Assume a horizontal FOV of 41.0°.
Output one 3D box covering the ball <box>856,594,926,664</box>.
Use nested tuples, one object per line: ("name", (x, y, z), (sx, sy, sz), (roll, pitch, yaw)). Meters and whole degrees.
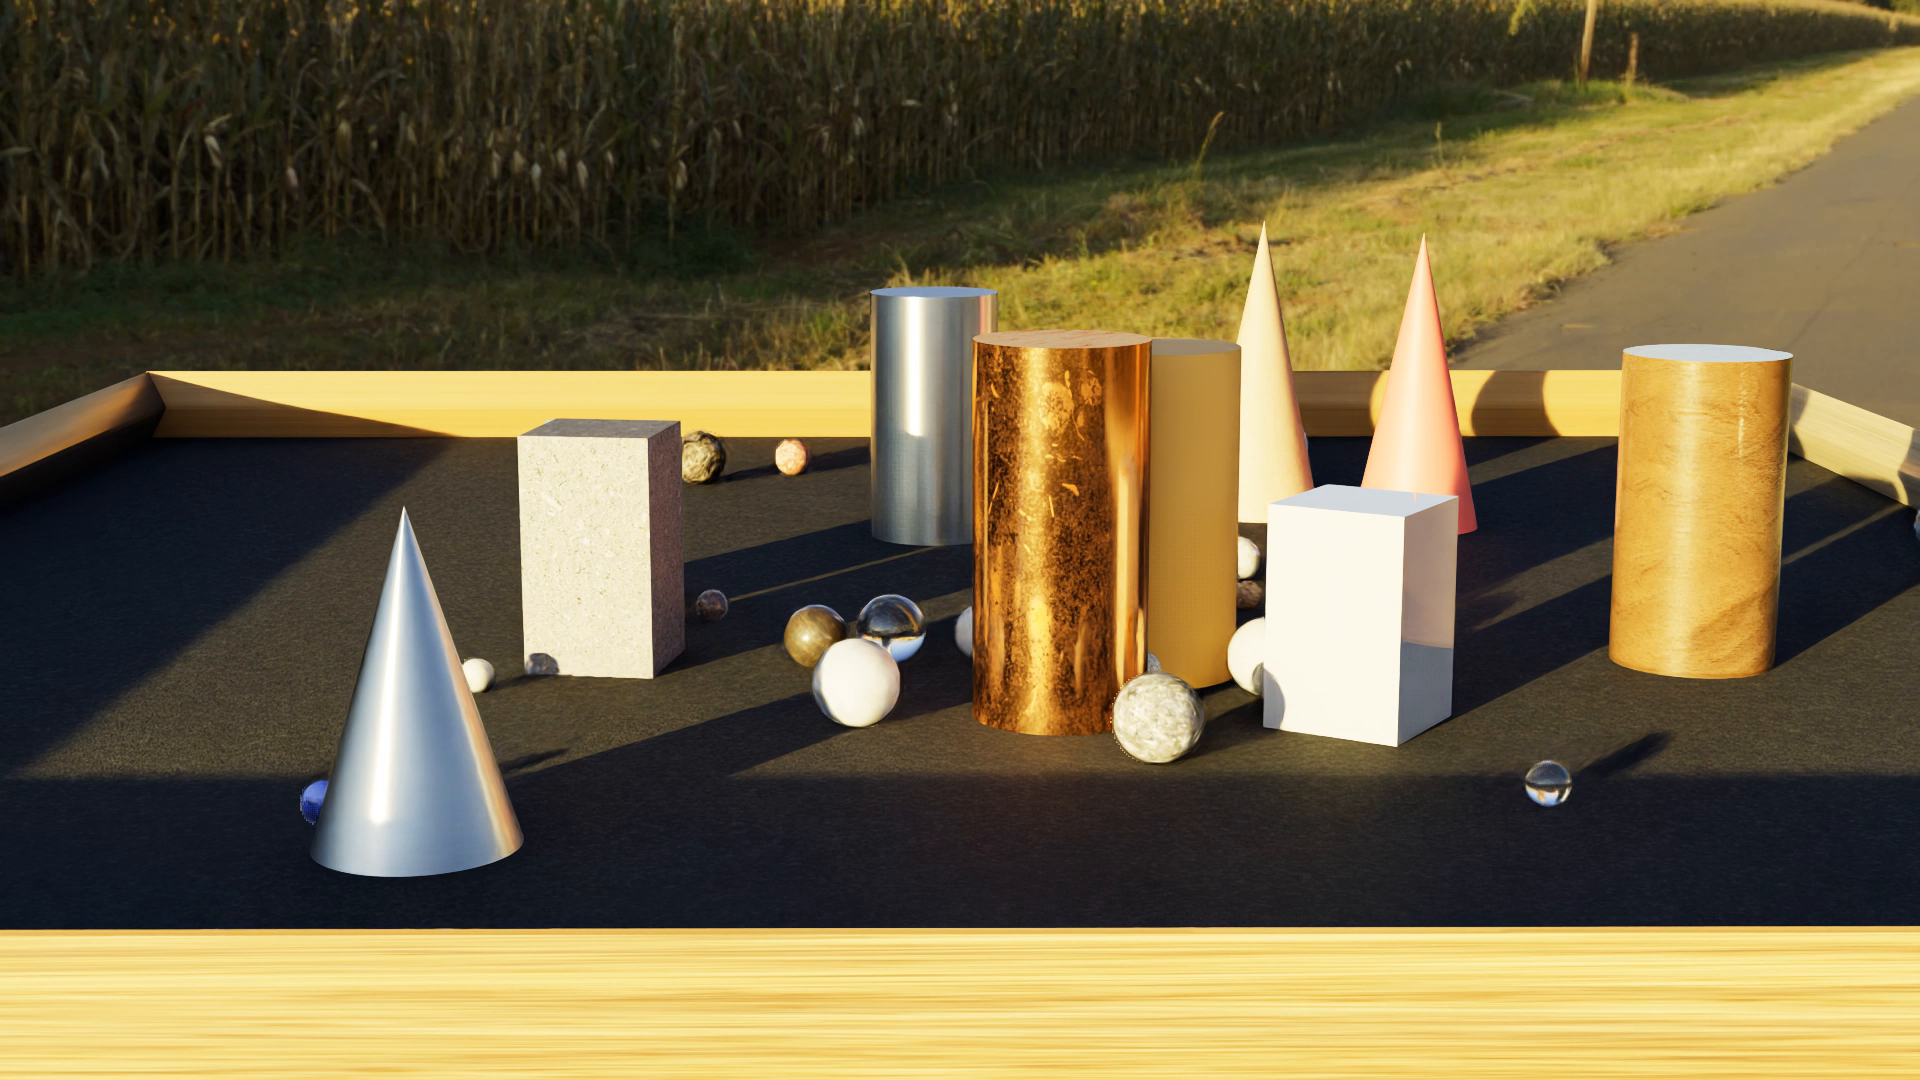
("ball", (-0.085, 0.110, 3.162), (0.086, 0.086, 0.086), (0, 10, 0))

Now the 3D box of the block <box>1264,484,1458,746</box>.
("block", (0.448, 0.080, 2.864), (0.159, 0.252, 0.159), (6, 12, 31))

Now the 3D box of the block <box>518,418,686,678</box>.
("block", (-0.437, 0.007, 3.151), (0.159, 0.291, 0.159), (2, 11, 8))

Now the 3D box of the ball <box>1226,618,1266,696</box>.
("ball", (0.358, 0.136, 2.999), (0.092, 0.092, 0.092), (0, 10, 0))

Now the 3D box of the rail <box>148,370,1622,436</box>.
("rail", (-0.009, -0.266, 5.067), (3.193, 0.129, 0.045), (0, 10, 0))

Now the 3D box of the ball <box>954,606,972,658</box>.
("ball", (0.027, 0.114, 3.181), (0.069, 0.069, 0.069), (0, 10, 0))

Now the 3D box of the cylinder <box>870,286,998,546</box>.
("cylinder", (-0.040, -0.197, 4.005), (0.199, 0.381, 0.199), (0, 10, 0))

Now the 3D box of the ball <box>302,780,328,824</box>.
("ball", (-0.618, 0.255, 2.494), (0.043, 0.043, 0.043), (0, 10, 0))

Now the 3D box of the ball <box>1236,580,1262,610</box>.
("ball", (0.389, 0.075, 3.473), (0.040, 0.040, 0.040), (0, 10, 0))

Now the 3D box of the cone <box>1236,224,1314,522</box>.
("cone", (0.493, -0.282, 4.195), (0.199, 0.479, 0.199), (0, 10, 0))

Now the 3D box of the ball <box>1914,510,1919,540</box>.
("ball", (1.483, -0.022, 3.852), (0.094, 0.094, 0.094), (0, 10, 0))

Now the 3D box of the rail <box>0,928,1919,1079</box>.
("rail", (0.009, 0.333, 1.830), (3.193, 0.129, 0.045), (0, 10, 0))

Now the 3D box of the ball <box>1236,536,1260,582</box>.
("ball", (0.397, 0.027, 3.665), (0.064, 0.064, 0.064), (0, 10, 0))

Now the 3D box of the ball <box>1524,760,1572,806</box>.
("ball", (0.585, 0.243, 2.553), (0.046, 0.046, 0.046), (0, 10, 0))

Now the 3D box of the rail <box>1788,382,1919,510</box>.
("rail", (1.573, 0.032, 3.458), (0.045, 0.129, 3.339), (0, 10, 0))

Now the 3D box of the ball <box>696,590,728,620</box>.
("ball", (-0.329, 0.087, 3.406), (0.042, 0.042, 0.042), (0, 10, 0))

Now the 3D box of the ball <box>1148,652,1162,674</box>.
("ball", (0.208, 0.155, 2.999), (0.056, 0.056, 0.056), (0, 10, 0))

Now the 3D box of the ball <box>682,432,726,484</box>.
("ball", (-0.459, -0.144, 4.511), (0.094, 0.094, 0.094), (0, 10, 0))

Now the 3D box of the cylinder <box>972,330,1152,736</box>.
("cylinder", (0.113, -0.013, 2.883), (0.199, 0.428, 0.199), (0, 10, 0))

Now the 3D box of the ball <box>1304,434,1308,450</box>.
("ball", (0.580, -0.171, 4.645), (0.099, 0.099, 0.099), (0, 10, 0))

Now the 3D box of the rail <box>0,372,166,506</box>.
("rail", (-1.573, 0.035, 3.440), (0.045, 0.129, 3.339), (0, 10, 0))

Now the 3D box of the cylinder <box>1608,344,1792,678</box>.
("cylinder", (0.908, -0.039, 3.150), (0.199, 0.382, 0.199), (0, 10, 0))

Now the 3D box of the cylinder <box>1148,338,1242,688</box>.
("cylinder", (0.236, -0.036, 3.090), (0.199, 0.397, 0.199), (0, 10, 0))

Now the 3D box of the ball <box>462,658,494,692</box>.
("ball", (-0.568, 0.159, 3.018), (0.041, 0.041, 0.041), (0, 10, 0))

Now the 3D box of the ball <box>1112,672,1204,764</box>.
("ball", (0.210, 0.188, 2.709), (0.096, 0.096, 0.096), (0, 10, 0))

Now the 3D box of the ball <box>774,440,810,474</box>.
("ball", (-0.302, -0.149, 4.621), (0.063, 0.063, 0.063), (0, 10, 0))

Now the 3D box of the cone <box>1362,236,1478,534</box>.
("cone", (0.730, -0.254, 4.075), (0.199, 0.469, 0.199), (0, 10, 0))

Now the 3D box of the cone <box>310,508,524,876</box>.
("cone", (-0.514, 0.128, 2.402), (0.199, 0.325, 0.199), (0, 10, 0))

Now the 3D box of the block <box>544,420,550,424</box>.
("block", (-0.488, -0.031, 3.483), (0.159, 0.245, 0.159), (0, 10, -1))

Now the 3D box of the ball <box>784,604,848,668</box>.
("ball", (-0.176, 0.118, 3.137), (0.078, 0.078, 0.078), (0, 10, 0))

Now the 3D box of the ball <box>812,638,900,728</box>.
("ball", (-0.116, 0.159, 2.857), (0.099, 0.099, 0.099), (0, 10, 0))
